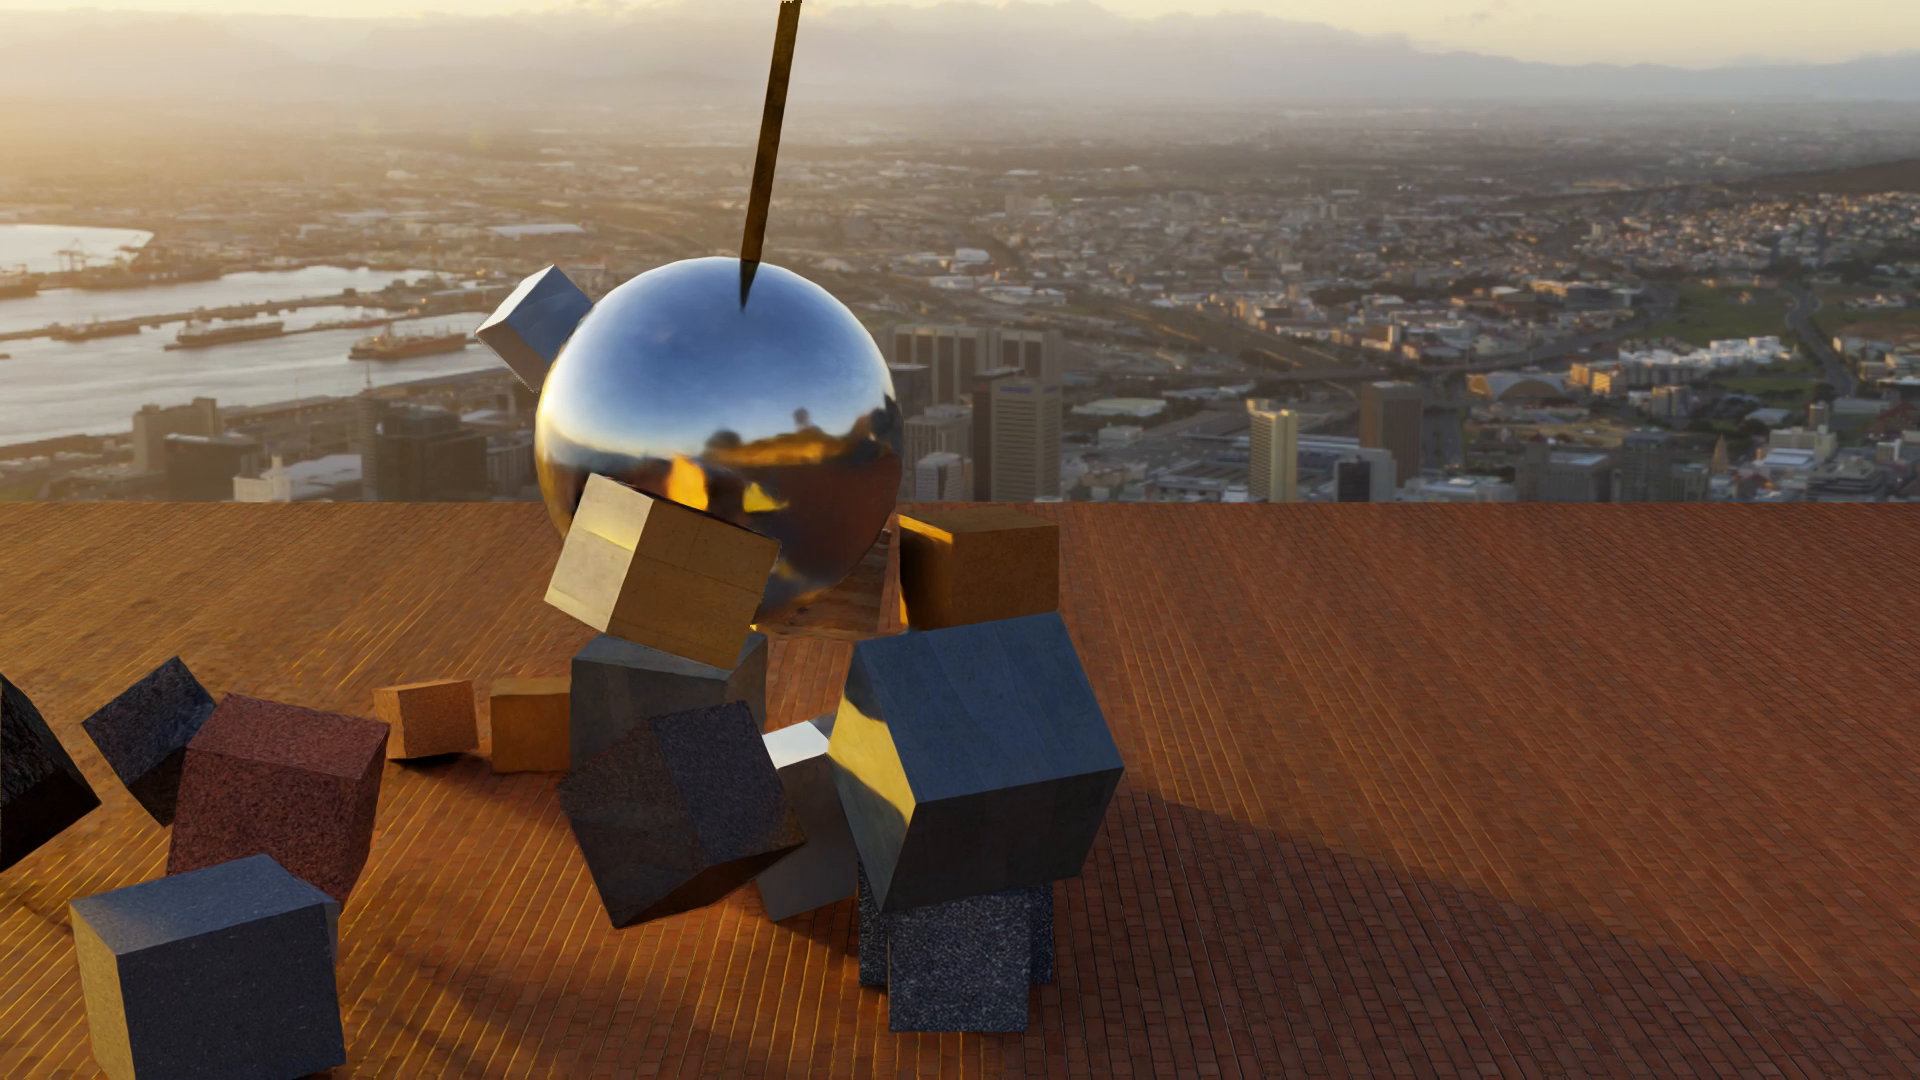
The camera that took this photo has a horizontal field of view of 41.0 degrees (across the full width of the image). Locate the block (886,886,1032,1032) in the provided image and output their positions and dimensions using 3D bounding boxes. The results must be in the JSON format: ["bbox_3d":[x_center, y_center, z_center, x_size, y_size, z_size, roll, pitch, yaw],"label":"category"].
[{"bbox_3d":[-0.011,1.455,9.622,0.514,0.588,0.501,0,24,-3],"label":"block"}]

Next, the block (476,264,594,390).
[{"bbox_3d":[-1.869,-0.953,11.532,0.354,0.369,0.382,-52,19,-22],"label":"block"}]

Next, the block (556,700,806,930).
[{"bbox_3d":[-1.112,1.091,10.220,0.635,0.631,0.540,-36,-18,36],"label":"block"}]

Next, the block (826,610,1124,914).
[{"bbox_3d":[0.036,0.795,9.206,0.772,0.718,0.688,-8,54,-20],"label":"block"}]

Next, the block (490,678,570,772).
[{"bbox_3d":[-2.181,0.946,13.203,0.441,0.395,0.439,-1,8,-8],"label":"block"}]

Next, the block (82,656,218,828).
[{"bbox_3d":[-3.576,0.914,11.620,0.511,0.425,0.433,-38,60,-14],"label":"block"}]

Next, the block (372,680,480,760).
[{"bbox_3d":[-2.770,0.927,13.305,0.401,0.355,0.365,-7,2,-33],"label":"block"}]

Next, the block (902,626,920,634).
[{"bbox_3d":[0.041,0.818,13.115,0.660,0.698,0.689,3,11,15],"label":"block"}]

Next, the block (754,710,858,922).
[{"bbox_3d":[-0.564,1.143,11.014,0.692,0.621,0.687,-19,10,3],"label":"block"}]

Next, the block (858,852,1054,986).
[{"bbox_3d":[-0.027,1.255,10.307,0.756,0.843,0.738,0,10,-2],"label":"block"}]

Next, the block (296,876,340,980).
[{"bbox_3d":[-2.668,1.534,9.975,0.357,0.328,0.401,-1,8,-36],"label":"block"}]

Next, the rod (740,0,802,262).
[{"bbox_3d":[-0.448,-3.718,10.504,0.080,5.200,0.080,10,10,-2],"label":"rod"}]

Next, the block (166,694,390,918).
[{"bbox_3d":[-2.904,1.135,10.962,0.717,0.646,0.744,11,13,-5],"label":"block"}]

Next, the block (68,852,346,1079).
[{"bbox_3d":[-2.667,1.565,9.086,0.714,0.603,0.692,-12,14,-30],"label":"block"}]

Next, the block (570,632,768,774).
[{"bbox_3d":[-1.409,0.856,12.457,0.762,0.724,0.678,7,18,11],"label":"block"}]

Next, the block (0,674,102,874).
[{"bbox_3d":[-4.223,1.003,11.131,0.575,0.608,0.649,-36,-14,-14],"label":"block"}]

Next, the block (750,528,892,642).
[{"bbox_3d":[-0.766,0.164,13.177,0.622,0.575,0.656,7,6,-15],"label":"block"}]

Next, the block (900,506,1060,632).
[{"bbox_3d":[0.096,0.174,13.120,0.594,0.567,0.635,-5,11,-25],"label":"block"}]

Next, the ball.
[{"bbox_3d":[-1.034,-0.423,11.103,1.600,1.600,1.600,0,10,0],"label":"ball"}]

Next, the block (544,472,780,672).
[{"bbox_3d":[-1.124,0.119,9.667,0.575,0.518,0.519,20,0,-36],"label":"block"}]
